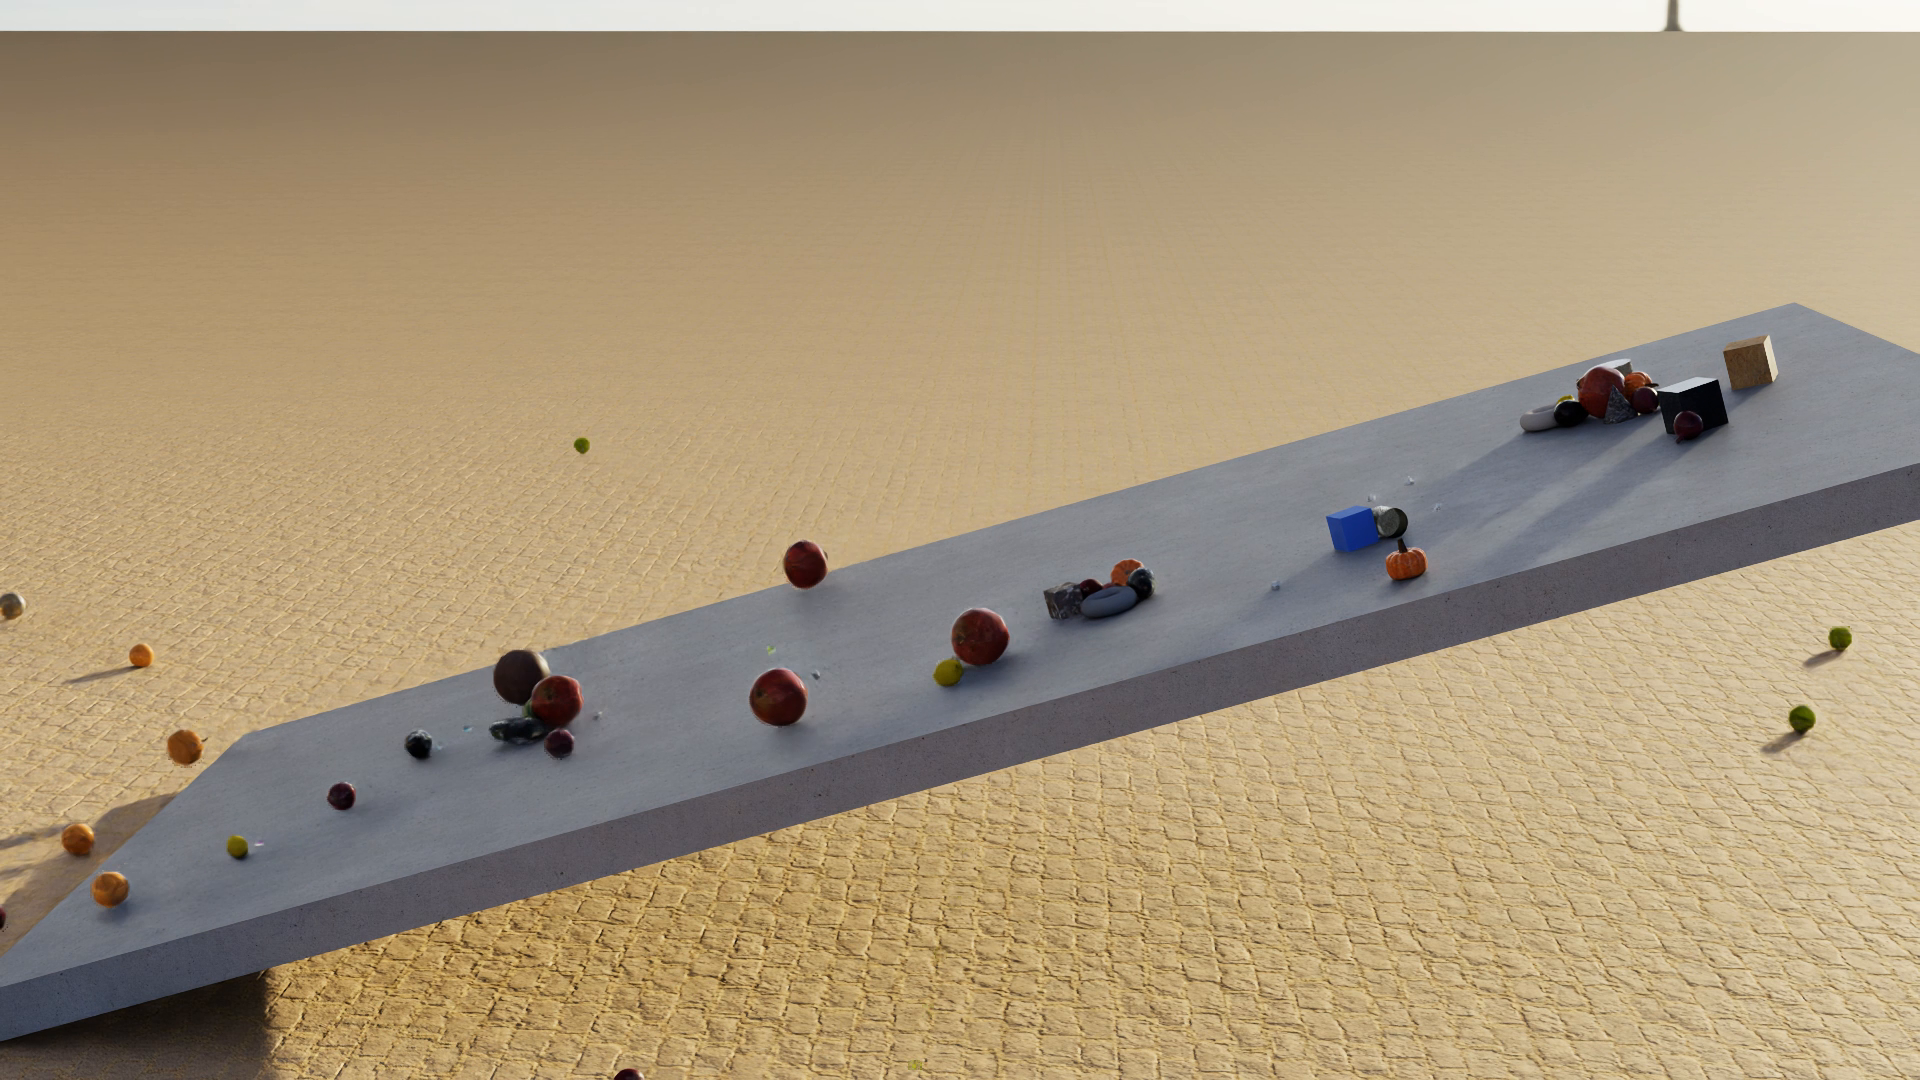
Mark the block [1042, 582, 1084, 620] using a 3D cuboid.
[{"bbox_3d":[0.214,0.124,6.001,0.058,0.058,0.058,-20,10,-19],"label":"block"}]

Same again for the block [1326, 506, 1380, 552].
[{"bbox_3d":[0.782,-0.023,5.856,0.069,0.069,0.069,-19,10,-15],"label":"block"}]

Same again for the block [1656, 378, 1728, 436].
[{"bbox_3d":[1.498,-0.273,6.014,0.093,0.093,0.093,-18,10,-12],"label":"block"}]

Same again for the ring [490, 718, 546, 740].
[{"bbox_3d":[-0.953,0.408,6.342,0.122,0.041,0.122,-2,3,0],"label":"ring"}]

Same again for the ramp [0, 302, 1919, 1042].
[{"bbox_3d":[0.088,0.188,6.322,4.000,0.100,2.000,-16,10,5],"label":"ramp"}]

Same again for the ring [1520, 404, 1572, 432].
[{"bbox_3d":[1.296,-0.271,6.500,0.118,0.039,0.118,-16,8,2],"label":"ring"}]

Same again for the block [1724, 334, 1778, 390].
[{"bbox_3d":[1.697,-0.381,6.314,0.087,0.087,0.087,-12,11,25],"label":"block"}]

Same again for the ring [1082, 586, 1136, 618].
[{"bbox_3d":[0.300,0.125,5.916,0.116,0.039,0.116,-16,11,3],"label":"ring"}]

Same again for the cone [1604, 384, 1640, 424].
[{"bbox_3d":[1.415,-0.298,6.336,0.079,0.079,0.079,-16,10,3],"label":"cone"}]

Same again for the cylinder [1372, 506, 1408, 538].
[{"bbox_3d":[0.850,-0.036,5.848,0.060,0.060,0.060,-3,6,-17],"label":"cylinder"}]

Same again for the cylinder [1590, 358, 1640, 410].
[{"bbox_3d":[1.446,-0.343,6.497,0.091,0.091,0.091,-16,10,3],"label":"cylinder"}]

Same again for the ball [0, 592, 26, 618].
[{"bbox_3d":[-2.997,0.206,9.293,0.084,0.084,0.084,0,11,0],"label":"ball"}]
